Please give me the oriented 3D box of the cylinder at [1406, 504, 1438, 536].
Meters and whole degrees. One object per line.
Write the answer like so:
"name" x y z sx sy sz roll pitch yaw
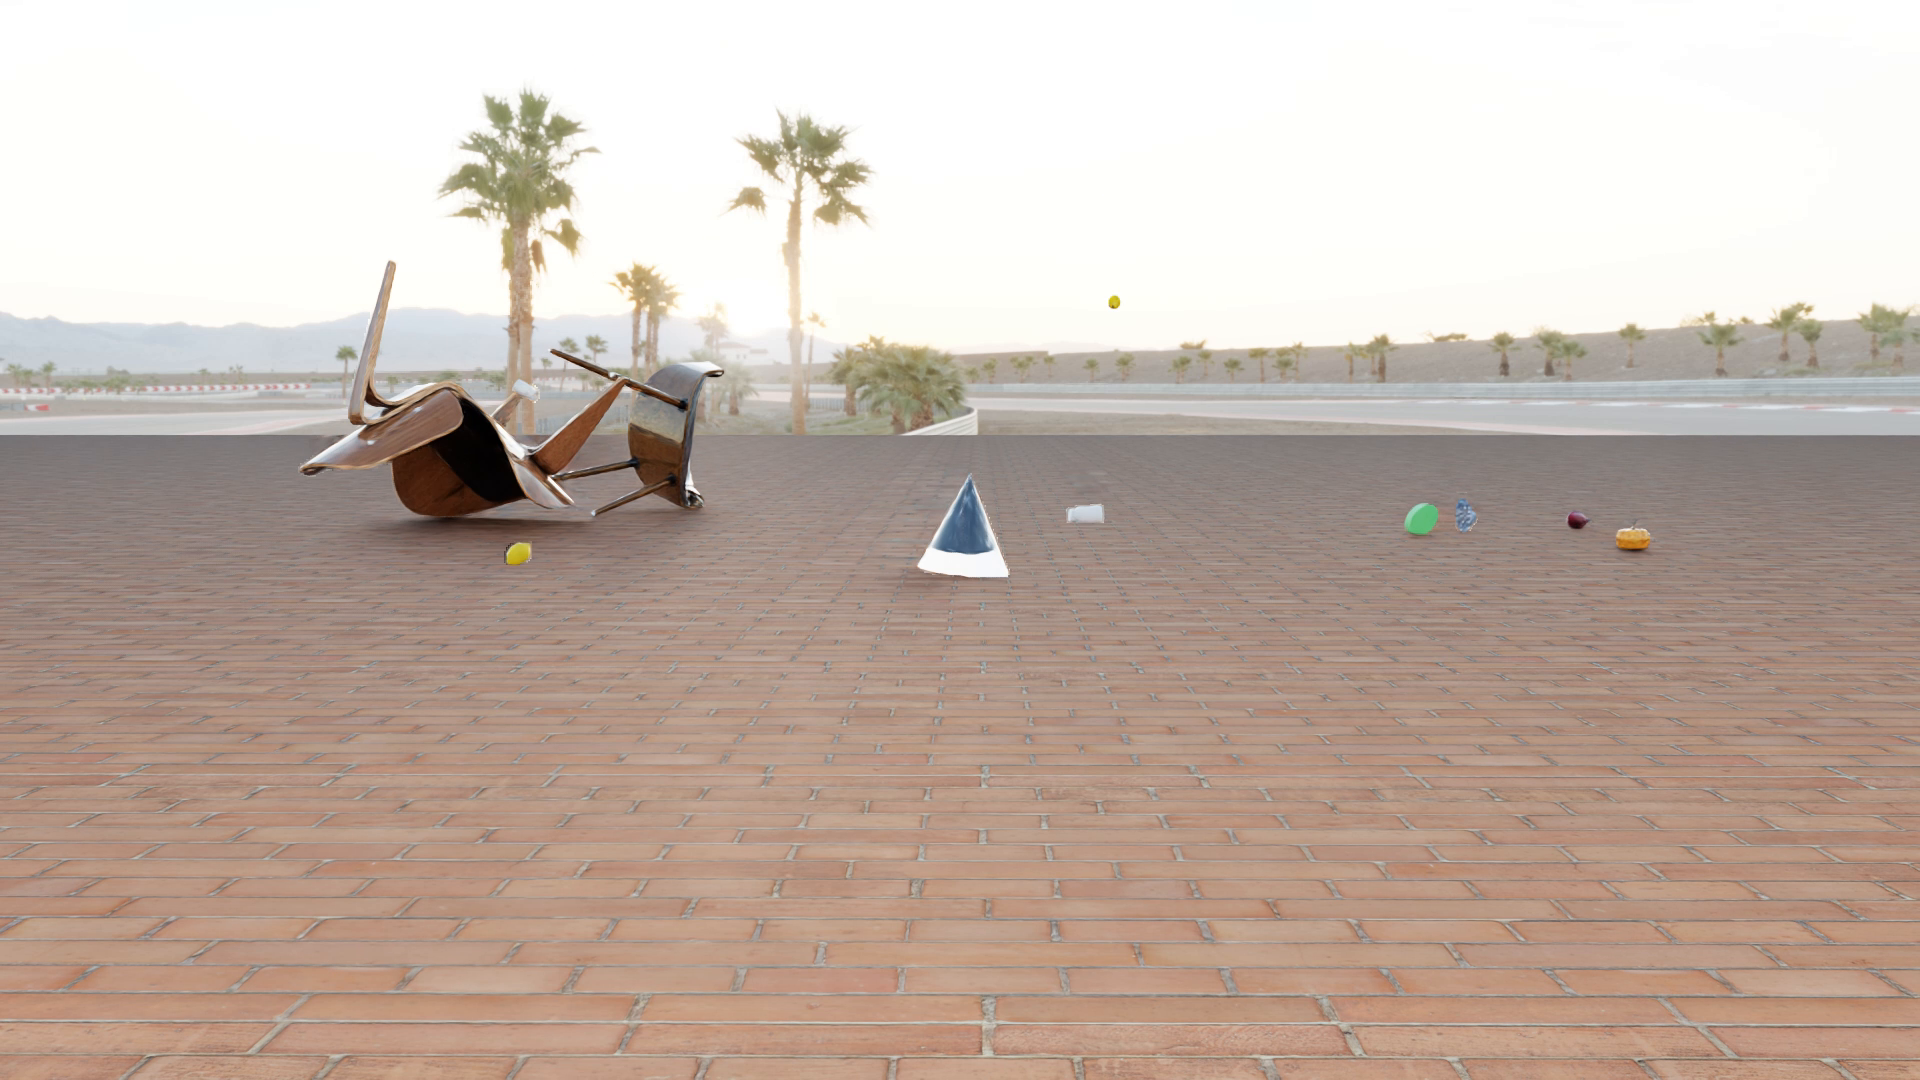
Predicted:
"cylinder" 1.425 -0.064 6.788 0.072 0.105 0.087 37 5 0

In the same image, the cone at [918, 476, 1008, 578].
"cone" 0.016 -0.043 5.327 0.206 0.235 0.250 0 7 -37

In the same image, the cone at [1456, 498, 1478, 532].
"cone" 1.598 -0.075 6.884 0.069 0.108 0.059 2 -7 -38
